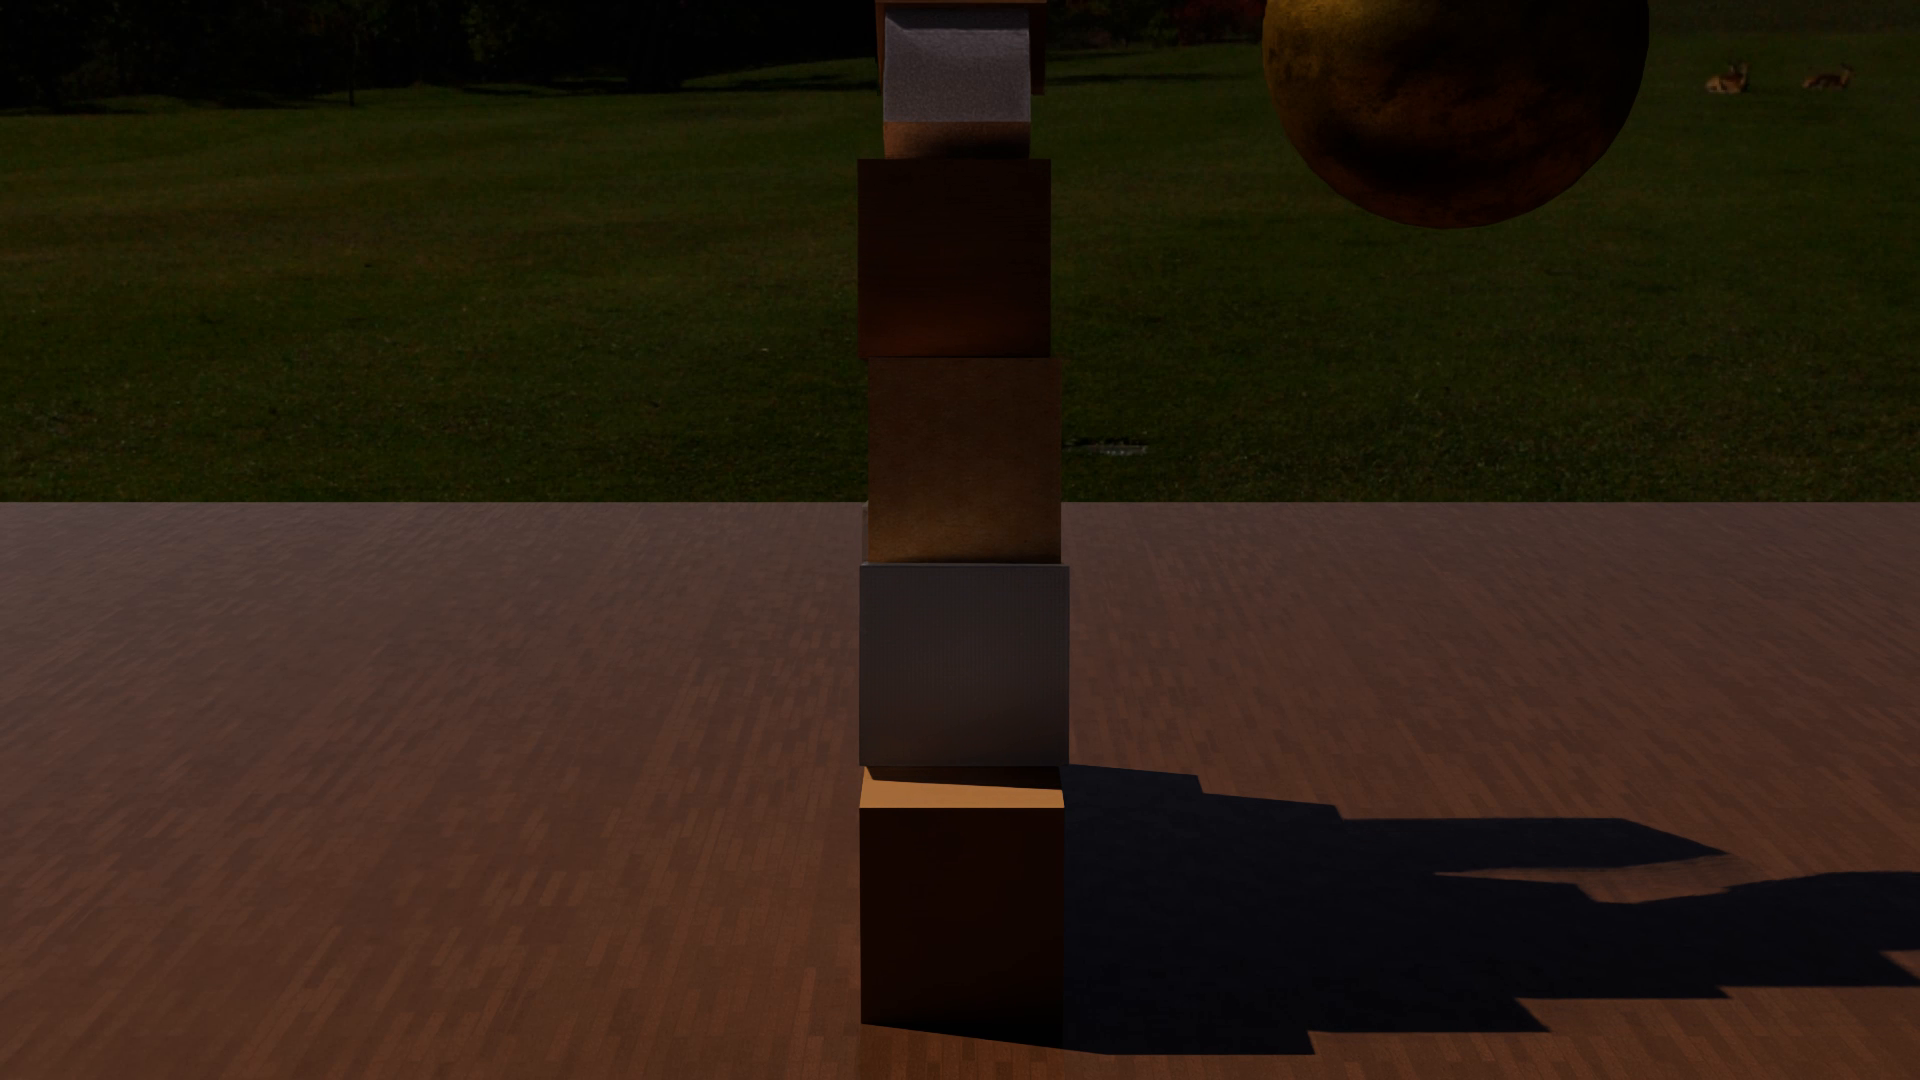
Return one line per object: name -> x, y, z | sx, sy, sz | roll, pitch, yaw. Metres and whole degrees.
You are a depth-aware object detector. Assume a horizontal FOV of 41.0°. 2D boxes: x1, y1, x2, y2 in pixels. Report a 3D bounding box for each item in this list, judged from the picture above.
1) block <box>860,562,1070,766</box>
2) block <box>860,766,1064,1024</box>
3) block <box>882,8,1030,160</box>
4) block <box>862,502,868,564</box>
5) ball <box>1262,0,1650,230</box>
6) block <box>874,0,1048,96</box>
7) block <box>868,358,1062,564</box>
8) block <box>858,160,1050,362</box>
block -> 0.014, 0.478, 10.182 | 0.805, 0.768, 0.709 | 0, 1, 0
block -> 0.007, 1.337, 9.873 | 0.756, 0.838, 0.697 | 0, 10, 0
block -> -0.011, -1.936, 11.424 | 0.635, 0.612, 0.581 | 0, -27, 0
block -> -0.012, 0.226, 11.592 | 0.831, 0.786, 0.919 | 0, 3, 0
ball -> 2.074, -2.113, 10.796 | 1.600, 1.600, 1.600 | 0, 10, 0
block -> 0.009, -2.527, 11.731 | 0.758, 0.717, 0.659 | 0, -27, 0
block -> 0.019, -0.325, 10.693 | 0.775, 0.824, 0.766 | 0, 1, 0
block -> -0.023, -1.181, 11.003 | 0.797, 0.819, 0.812 | 0, 3, 0
